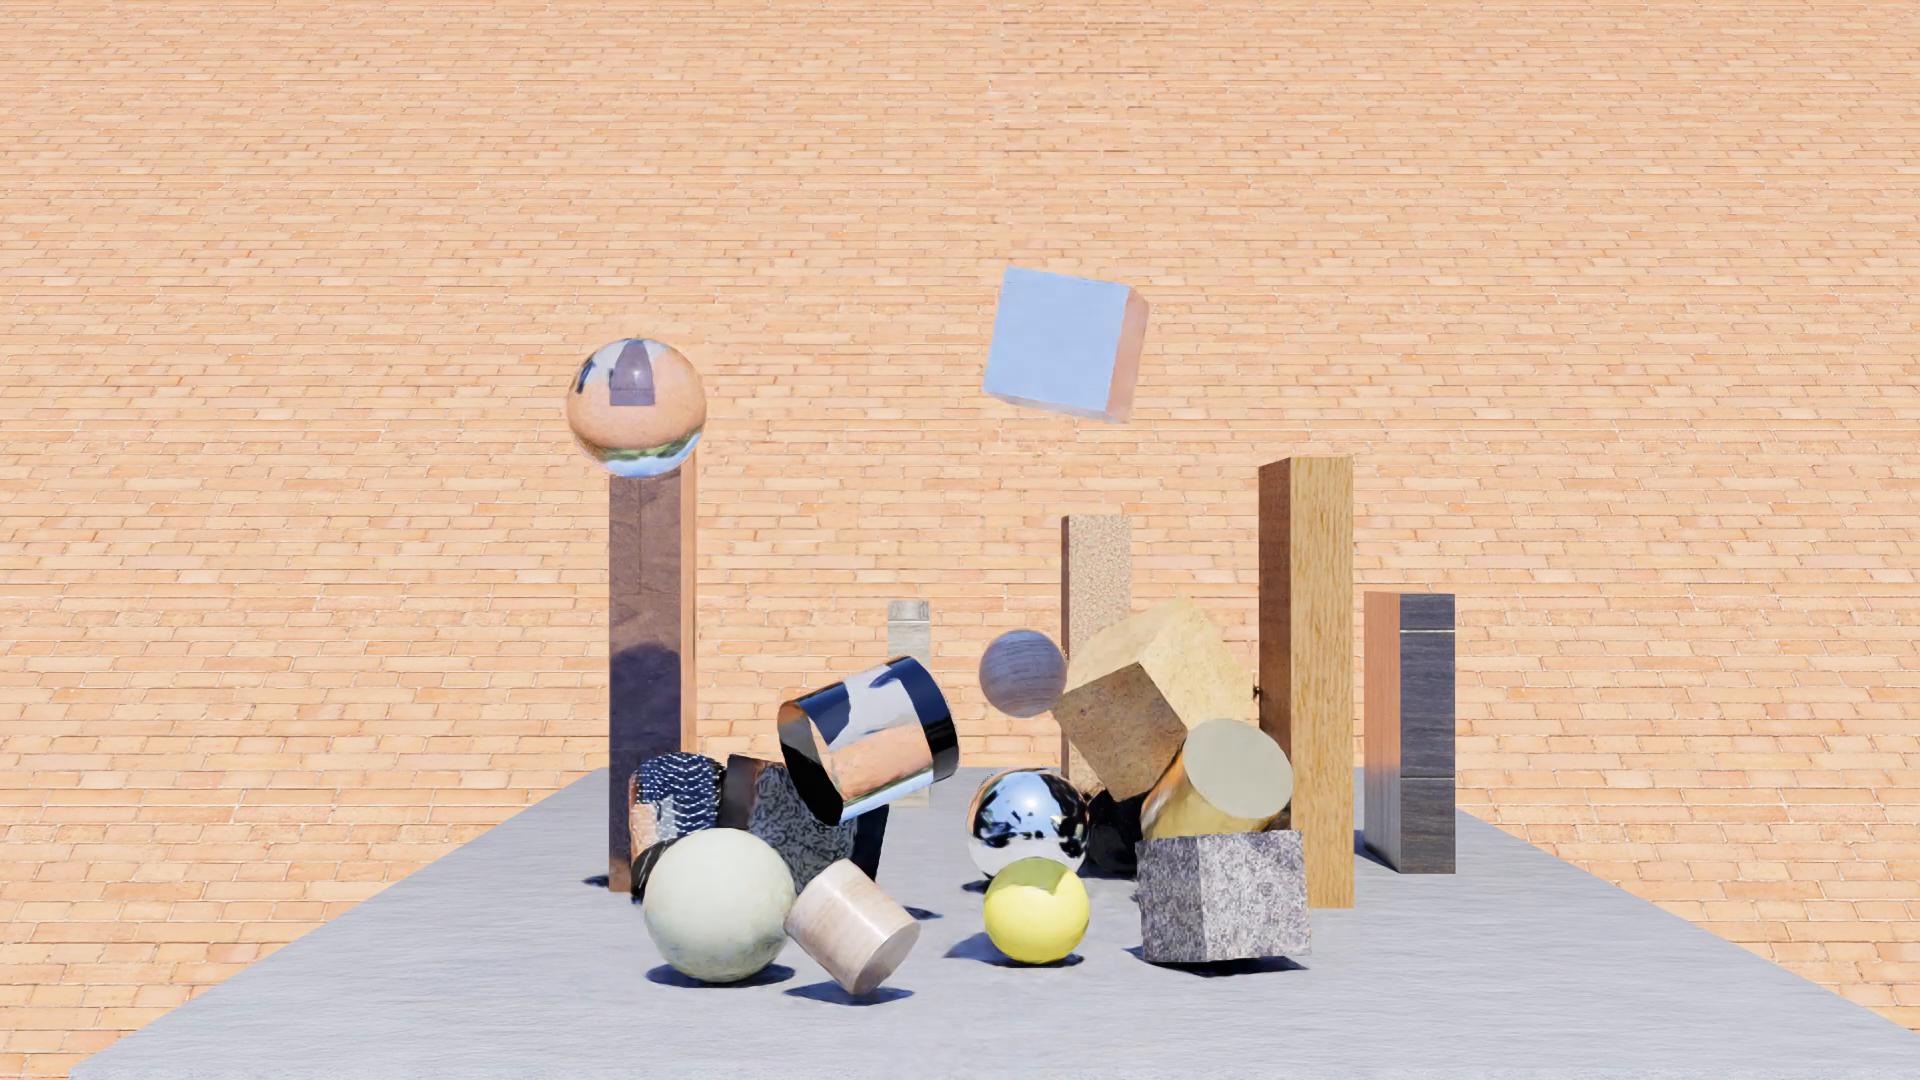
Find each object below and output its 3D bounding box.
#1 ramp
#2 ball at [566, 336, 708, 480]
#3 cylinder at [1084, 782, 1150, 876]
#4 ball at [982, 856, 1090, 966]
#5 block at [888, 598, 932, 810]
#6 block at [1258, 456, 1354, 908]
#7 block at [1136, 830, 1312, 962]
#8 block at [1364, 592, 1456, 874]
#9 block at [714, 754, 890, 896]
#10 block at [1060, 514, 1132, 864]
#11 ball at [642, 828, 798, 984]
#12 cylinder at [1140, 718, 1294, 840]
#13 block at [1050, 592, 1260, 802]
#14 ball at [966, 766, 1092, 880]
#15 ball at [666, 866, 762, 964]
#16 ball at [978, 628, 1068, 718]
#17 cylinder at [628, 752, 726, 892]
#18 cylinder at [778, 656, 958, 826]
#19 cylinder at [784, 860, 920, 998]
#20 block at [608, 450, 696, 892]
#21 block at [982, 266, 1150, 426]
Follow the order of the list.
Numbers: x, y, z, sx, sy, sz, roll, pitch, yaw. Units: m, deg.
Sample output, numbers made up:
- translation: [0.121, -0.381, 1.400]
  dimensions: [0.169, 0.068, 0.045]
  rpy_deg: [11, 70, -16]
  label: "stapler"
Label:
- translation: [0.070, 0.619, 4.699]
  dimensions: [2.000, 0.100, 4.000]
  rpy_deg: [0, -1, 0]
  label: "ramp"
- translation: [-0.471, -0.193, 3.781]
  dimensions: [0.207, 0.207, 0.207]
  rpy_deg: [0, 31, 0]
  label: "ball"
- translation: [0.281, 0.488, 4.446]
  dimensions: [0.155, 0.155, 0.155]
  rpy_deg: [-1, -1, -1]
  label: "cylinder"
- translation: [0.100, 0.487, 3.401]
  dimensions: [0.141, 0.141, 0.141]
  rpy_deg: [0, 31, 0]
  label: "ball"
- translation: [-0.111, 0.356, 5.772]
  dimensions: [0.090, 0.445, 0.442]
  rpy_deg: [0, -1, 0]
  label: "block"
- translation: [0.552, 0.219, 4.164]
  dimensions: [0.096, 0.689, 0.423]
  rpy_deg: [0, -1, 0]
  label: "block"
- translation: [0.343, 0.466, 3.390]
  dimensions: [0.159, 0.159, 0.159]
  rpy_deg: [0, -9, -26]
  label: "block"
- translation: [0.793, 0.330, 4.586]
  dimensions: [0.093, 0.475, 0.393]
  rpy_deg: [0, -1, 0]
  label: "block"
- translation: [-0.243, 0.440, 3.863]
  dimensions: [0.201, 0.201, 0.201]
  rpy_deg: [13, -6, -19]
  label: "block"
- translation: [0.246, 0.263, 4.712]
  dimensions: [0.109, 0.611, 0.372]
  rpy_deg: [0, -1, 0]
  label: "block"
- translation: [-0.301, 0.459, 3.258]
  dimensions: [0.194, 0.194, 0.194]
  rpy_deg: [0, 31, 0]
  label: "ball"
- translation: [0.387, 0.393, 3.924]
  dimensions: [0.178, 0.178, 0.178]
  rpy_deg: [12, 49, -14]
  label: "cylinder"
- translation: [0.313, 0.256, 4.213]
  dimensions: [0.210, 0.210, 0.210]
  rpy_deg: [-27, 14, 39]
  label: "block"
- translation: [0.110, 0.462, 4.138]
  dimensions: [0.202, 0.202, 0.202]
  rpy_deg: [0, 31, 0]
  label: "ball"
- translation: [-0.325, 0.495, 3.418]
  dimensions: [0.126, 0.126, 0.126]
  rpy_deg: [0, 31, 0]
  label: "ball"
- translation: [0.081, 0.170, 3.316]
  dimensions: [0.114, 0.114, 0.114]
  rpy_deg: [0, 31, 0]
  label: "ball"
- translation: [-0.432, 0.447, 4.034]
  dimensions: [0.164, 0.164, 0.164]
  rpy_deg: [-4, 46, -6]
  label: "cylinder"
- translation: [-0.132, 0.286, 3.701]
  dimensions: [0.190, 0.190, 0.190]
  rpy_deg: [-21, 37, -25]
  label: "cylinder"
- translation: [-0.130, 0.466, 3.115]
  dimensions: [0.117, 0.117, 0.117]
  rpy_deg: [40, 46, 21]
  label: "cylinder"
- translation: [-0.505, 0.179, 4.282]
  dimensions: [0.115, 0.772, 0.258]
  rpy_deg: [0, -1, 0]
  label: "block"
- translation: [0.125, -0.225, 3.010]
  dimensions: [0.146, 0.146, 0.146]
  rpy_deg: [11, -1, 14]
  label: "block"
